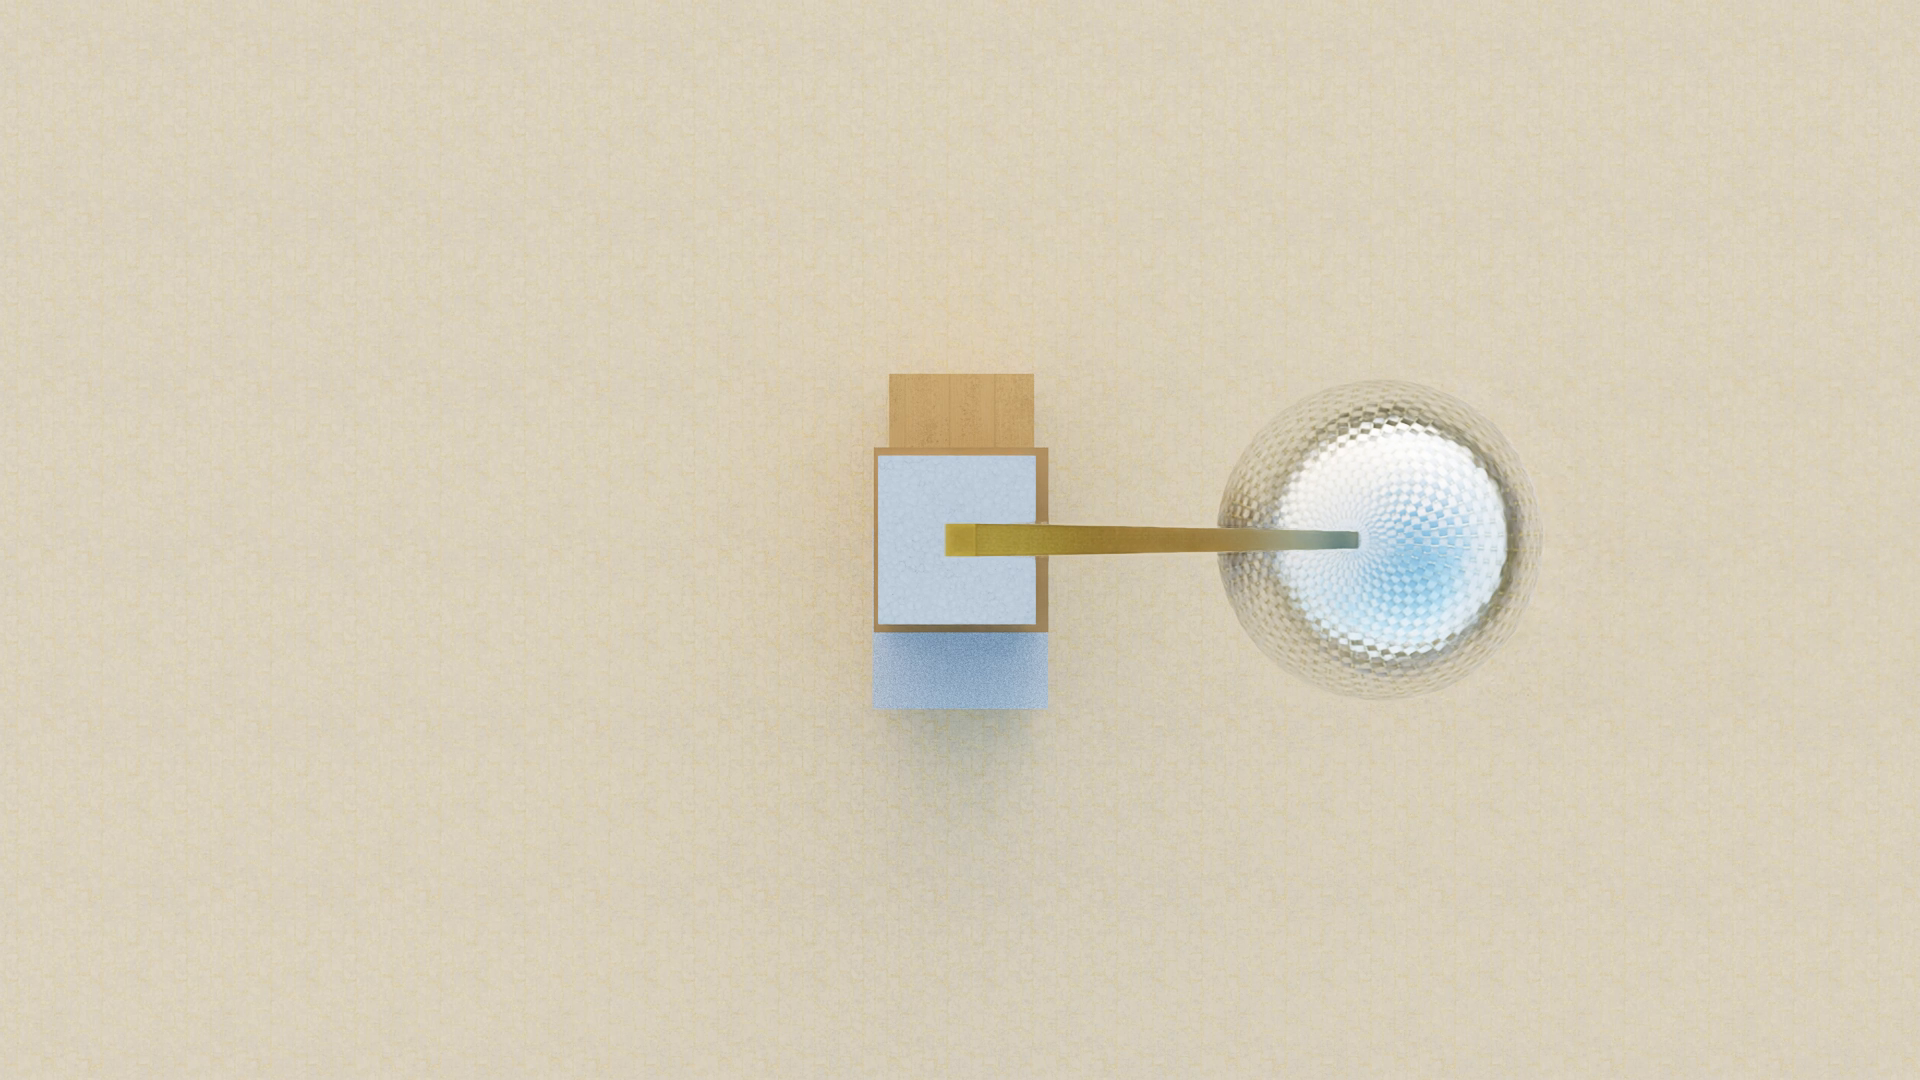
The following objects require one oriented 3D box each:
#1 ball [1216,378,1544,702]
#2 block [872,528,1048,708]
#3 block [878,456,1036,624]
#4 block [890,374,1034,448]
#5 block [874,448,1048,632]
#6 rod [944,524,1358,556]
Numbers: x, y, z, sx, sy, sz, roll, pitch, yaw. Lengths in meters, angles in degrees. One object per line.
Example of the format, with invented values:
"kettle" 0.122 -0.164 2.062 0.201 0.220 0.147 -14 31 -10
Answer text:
"ball" 2.074 0.000 10.924 1.600 1.600 1.600 0 90 0
"block" 0.003 0.432 12.530 0.962 0.941 0.989 0 90 0
"block" -0.014 0.000 10.607 0.728 0.902 0.779 0 90 0
"block" 0.009 -0.499 12.623 0.808 0.753 0.854 0 90 0
"block" 0.005 0.000 11.559 0.879 1.001 0.931 0 90 0
"rod" 0.899 0.000 7.733 0.080 5.200 0.080 0 90 20
